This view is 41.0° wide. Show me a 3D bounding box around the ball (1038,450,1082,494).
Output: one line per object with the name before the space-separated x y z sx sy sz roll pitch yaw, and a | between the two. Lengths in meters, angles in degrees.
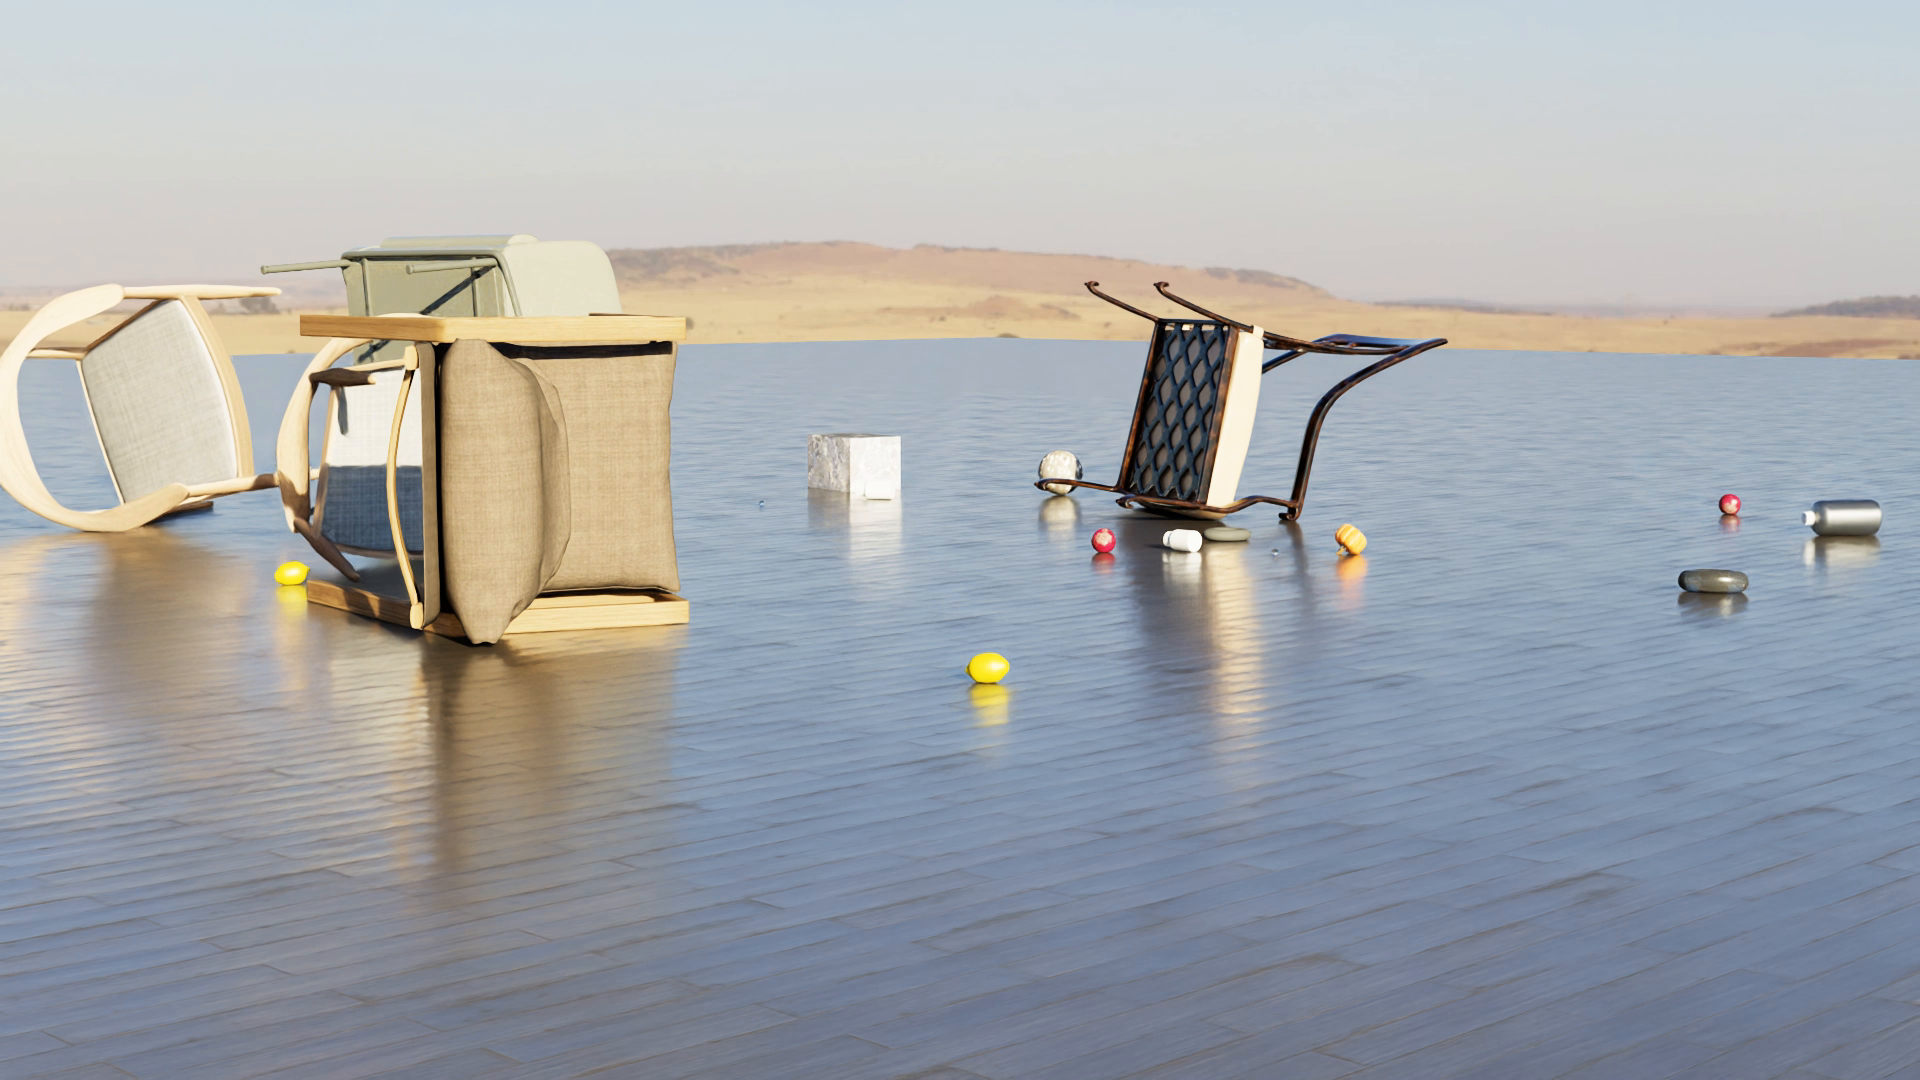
ball | 0.303 -0.203 7.731 0.134 0.134 0.134 0 6 0

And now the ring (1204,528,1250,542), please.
ring | 0.667 -0.014 6.412 0.122 0.029 0.089 0 7 -11

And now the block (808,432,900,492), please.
block | -0.330 -0.243 7.974 0.183 0.163 0.247 -4 7 -35

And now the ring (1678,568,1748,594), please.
ring | 1.575 0.086 5.362 0.145 0.046 0.083 2 4 7

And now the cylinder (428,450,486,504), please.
cylinder | -1.466 -0.184 7.476 0.180 0.148 0.128 3 7 28
